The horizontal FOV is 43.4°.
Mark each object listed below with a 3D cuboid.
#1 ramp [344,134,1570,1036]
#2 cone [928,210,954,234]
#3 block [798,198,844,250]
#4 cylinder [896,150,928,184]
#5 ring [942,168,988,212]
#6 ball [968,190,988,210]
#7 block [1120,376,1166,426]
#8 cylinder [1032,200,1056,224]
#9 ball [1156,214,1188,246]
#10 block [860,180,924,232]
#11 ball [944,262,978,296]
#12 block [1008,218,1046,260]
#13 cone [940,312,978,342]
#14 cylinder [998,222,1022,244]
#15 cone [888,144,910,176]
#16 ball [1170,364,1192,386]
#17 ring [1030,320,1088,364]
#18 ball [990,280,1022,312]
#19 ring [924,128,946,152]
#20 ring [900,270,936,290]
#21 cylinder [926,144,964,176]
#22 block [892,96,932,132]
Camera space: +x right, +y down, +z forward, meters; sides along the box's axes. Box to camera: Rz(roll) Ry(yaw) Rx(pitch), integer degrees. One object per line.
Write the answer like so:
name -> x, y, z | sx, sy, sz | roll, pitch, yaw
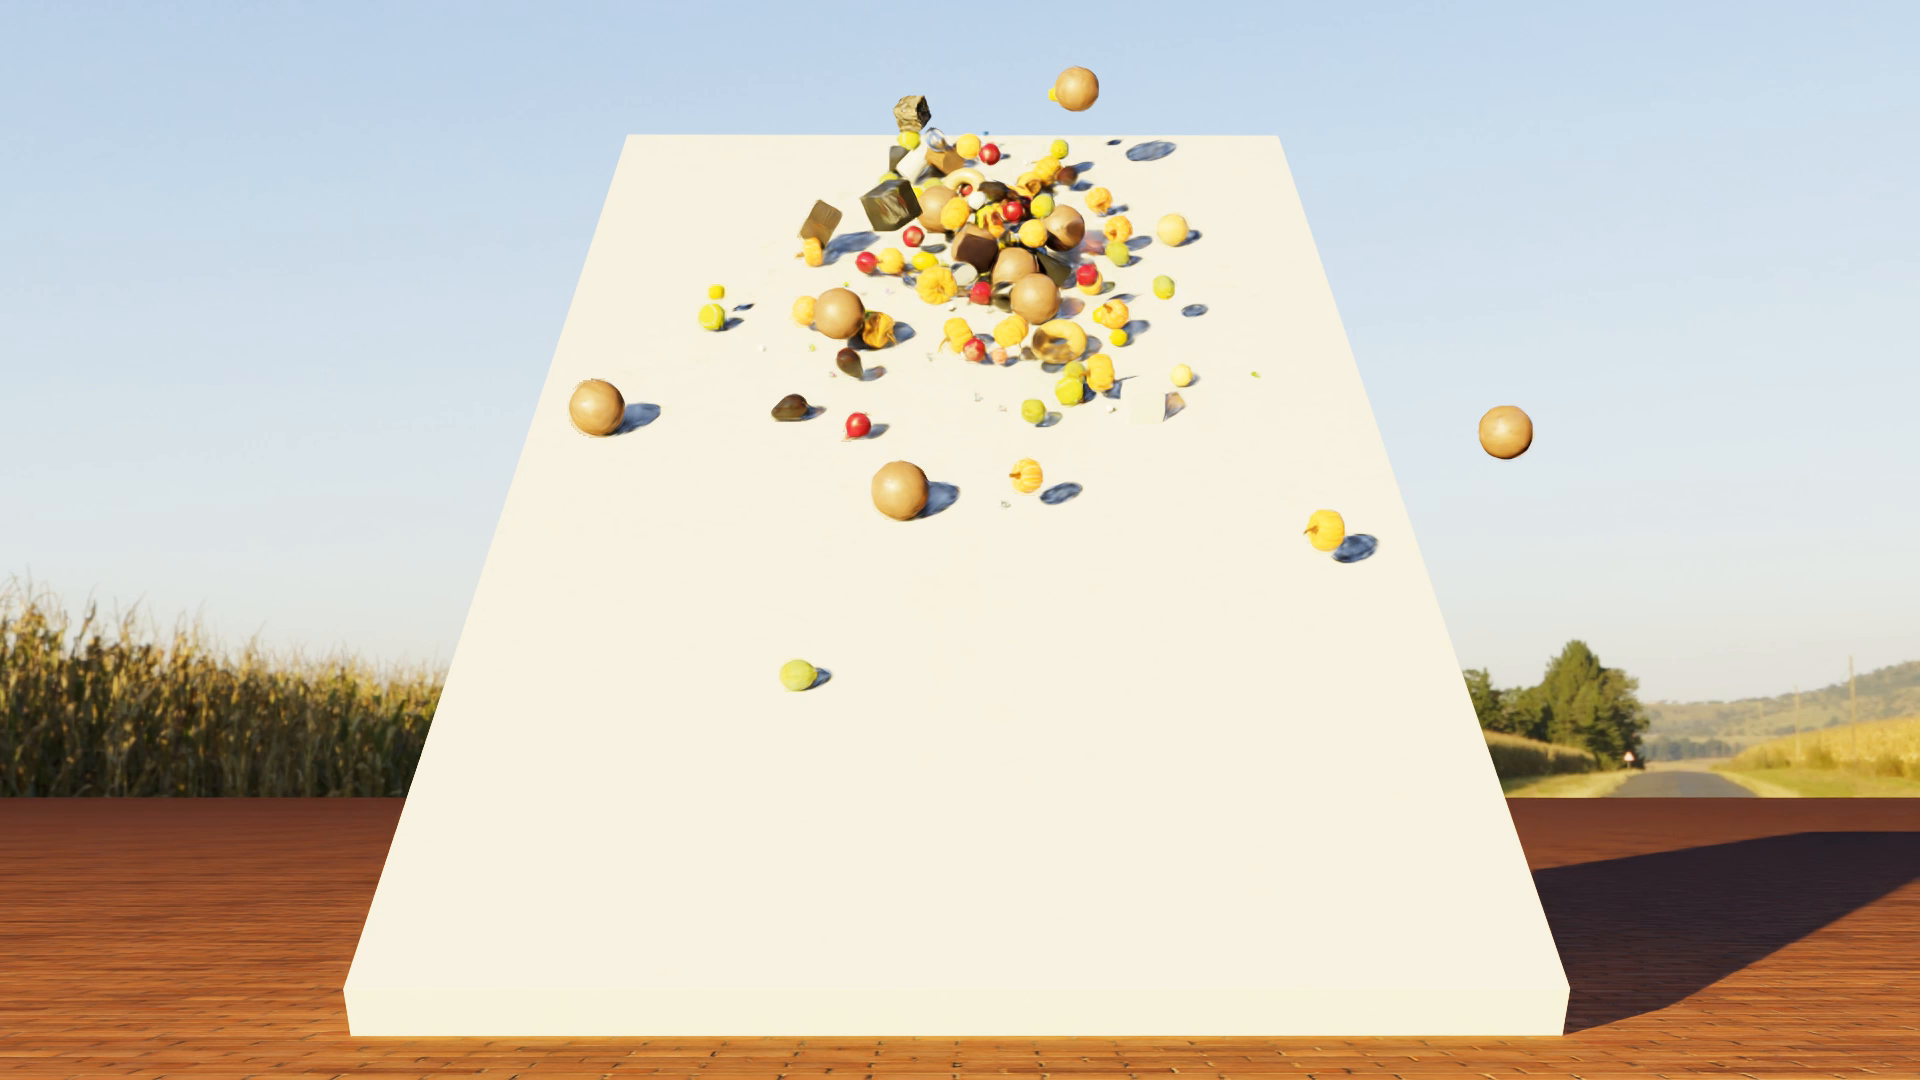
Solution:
ramp -> -0.013, -0.213, 5.694 | 2.000, 0.100, 4.000 | 0, 30, 0
cone -> -0.063, -0.872, 6.718 | 0.072, 0.072, 0.072 | -23, -12, 15
block -> -0.376, -0.855, 6.529 | 0.081, 0.081, 0.081 | 29, -38, -6
cylinder -> -0.139, -1.088, 7.022 | 0.070, 0.070, 0.070 | 42, 1, -1
ring -> 0.014, -0.996, 6.862 | 0.135, 0.135, 0.045 | -1, -16, 10
ball -> 0.046, -0.899, 6.382 | 0.052, 0.052, 0.052 | 0, -6, 0
block -> 0.434, -0.330, 5.718 | 0.082, 0.082, 0.082 | -6, 30, -10
cylinder -> 0.236, -0.927, 6.798 | 0.052, 0.052, 0.052 | 2, 28, -20
ball -> 0.585, -0.855, 6.637 | 0.089, 0.089, 0.089 | 0, -6, 0
block -> -0.170, -0.827, 5.953 | 0.094, 0.094, 0.094 | -38, 26, -29
ball -> 0.005, -0.686, 6.323 | 0.090, 0.090, 0.090 | 0, -6, 0
block -> 0.181, -0.800, 6.426 | 0.071, 0.071, 0.071 | -20, 35, -10
cone -> -0.009, -0.521, 6.113 | 0.098, 0.098, 0.098 | 7, -5, 1
cylinder -> 0.140, -0.847, 6.644 | 0.057, 0.057, 0.057 | -3, -5, -20
cone -> -0.190, -1.094, 7.067 | 0.092, 0.092, 0.092 | 21, -33, 15
ball -> 0.539, -0.401, 5.872 | 0.055, 0.055, 0.055 | 0, -6, 0
ring -> 0.247, -0.495, 6.013 | 0.142, 0.142, 0.047 | -1, -42, 8
ball -> 0.119, -0.634, 6.252 | 0.081, 0.081, 0.081 | 0, -6, 0
ring -> -0.071, -1.172, 7.056 | 0.026, 0.077, 0.077 | -39, 19, -35
ring -> -0.110, -0.692, 6.404 | 0.095, 0.032, 0.095 | 1, 28, -1
cylinder -> -0.044, -1.129, 7.120 | 0.083, 0.083, 0.083 | 5, 20, -42
block -> -0.140, -1.249, 7.056 | 0.074, 0.074, 0.074 | 1, -48, 28
